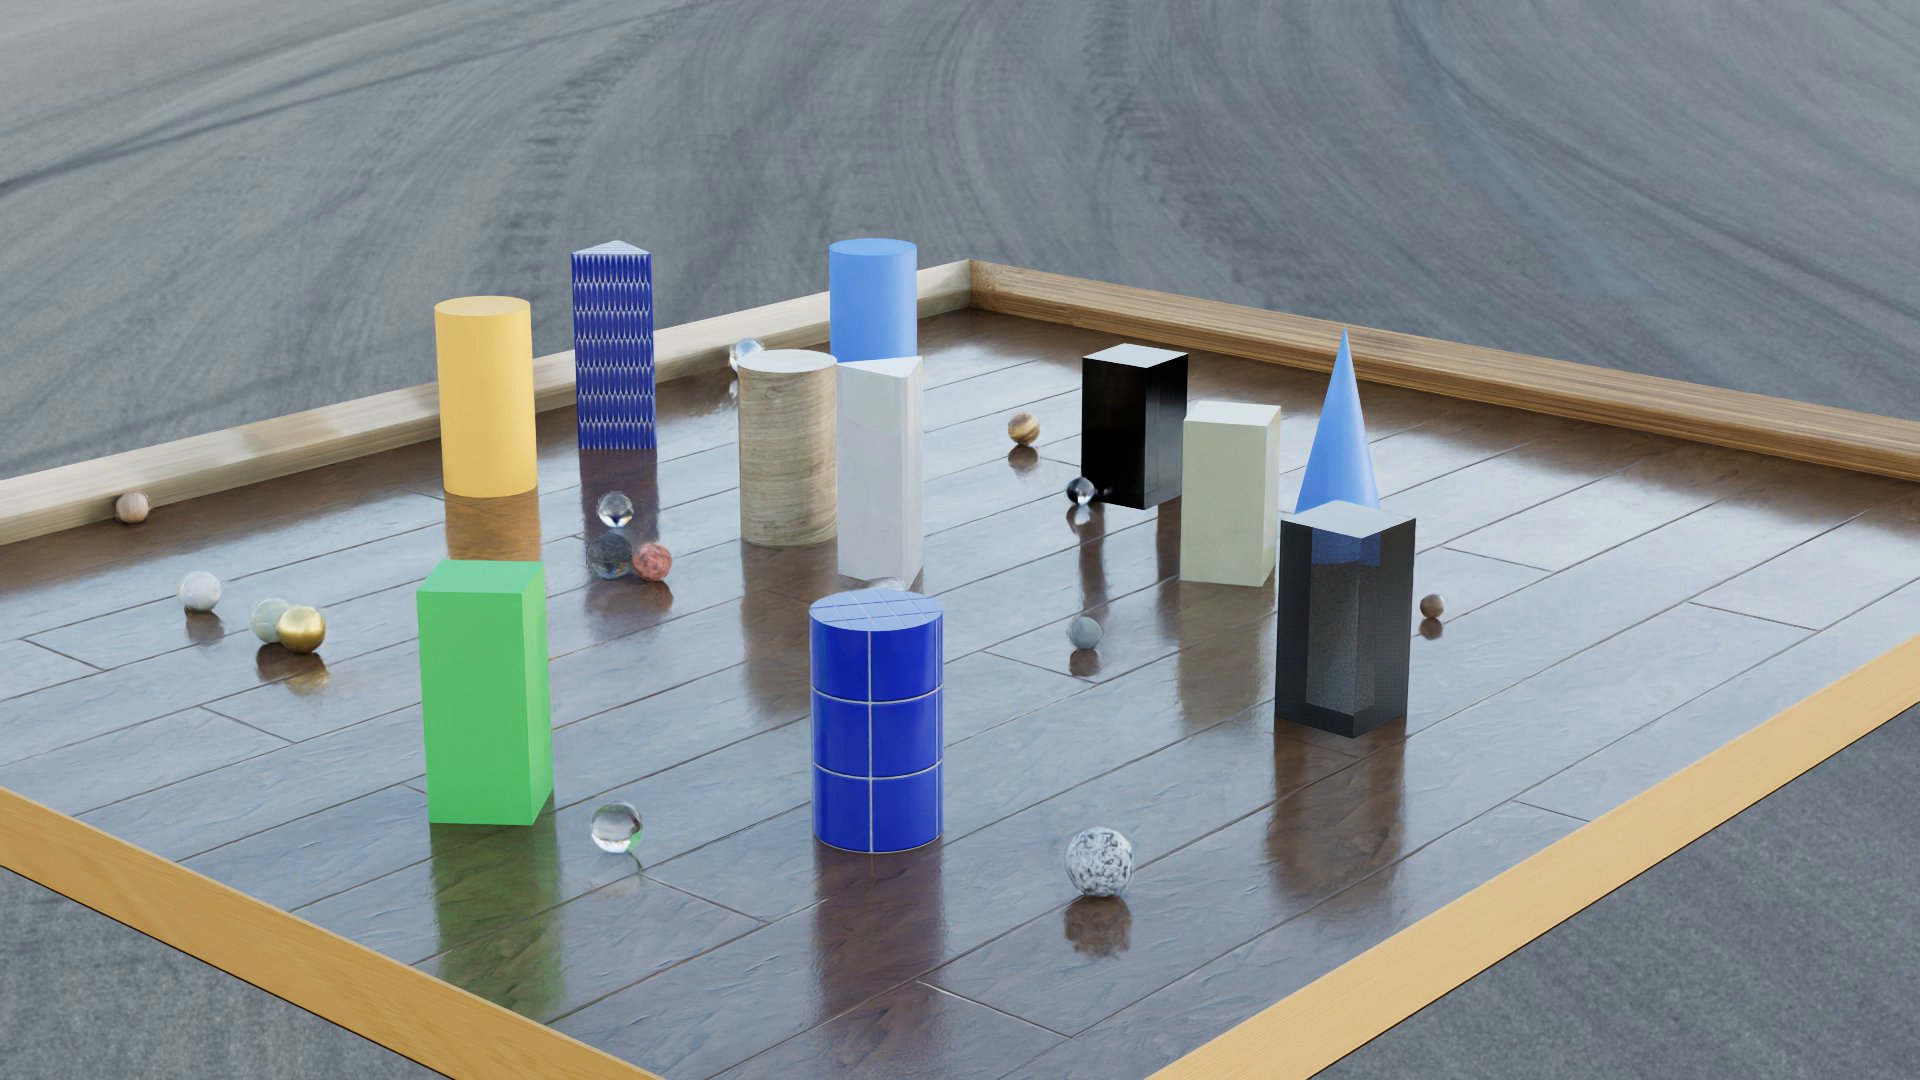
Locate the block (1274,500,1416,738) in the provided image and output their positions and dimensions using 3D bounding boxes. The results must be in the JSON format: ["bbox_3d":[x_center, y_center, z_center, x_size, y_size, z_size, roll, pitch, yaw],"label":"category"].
[{"bbox_3d":[0.589,0.119,4.488,0.147,0.317,0.147,15,22,40],"label":"block"}]

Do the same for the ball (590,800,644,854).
[{"bbox_3d":[-0.469,0.392,4.009,0.071,0.071,0.071,0,17,0],"label":"ball"}]

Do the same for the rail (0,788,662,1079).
[{"bbox_3d":[-1.148,0.413,3.856,3.022,0.119,0.045,14,22,39],"label":"rail"}]

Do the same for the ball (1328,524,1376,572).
[{"bbox_3d":[0.699,0.015,5.229,0.087,0.087,0.087,0,17,0],"label":"ball"}]

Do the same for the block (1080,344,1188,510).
[{"bbox_3d":[0.337,-0.221,5.673,0.147,0.281,0.147,12,21,35],"label":"block"}]

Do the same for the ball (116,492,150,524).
[{"bbox_3d":[-1.559,-0.060,5.522,0.062,0.062,0.062,0,17,0],"label":"ball"}]

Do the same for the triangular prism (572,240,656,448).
[{"bbox_3d":[-0.707,-0.404,6.057,0.159,0.409,0.137,0,17,0],"label":"triangular prism"}]

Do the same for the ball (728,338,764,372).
[{"bbox_3d":[-0.483,-0.415,6.655,0.083,0.083,0.083,0,17,0],"label":"ball"}]

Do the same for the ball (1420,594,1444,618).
[{"bbox_3d":[0.803,0.112,4.986,0.042,0.042,0.042,0,17,0],"label":"ball"}]

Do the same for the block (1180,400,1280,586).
[{"bbox_3d":[0.480,-0.084,5.201,0.147,0.292,0.147,5,17,15],"label":"block"}]

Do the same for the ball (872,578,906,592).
[{"bbox_3d":[-0.122,0.098,4.992,0.065,0.065,0.065,0,17,0],"label":"ball"}]

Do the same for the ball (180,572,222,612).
[{"bbox_3d":[-1.298,0.089,5.015,0.070,0.070,0.070,0,17,0],"label":"ball"}]

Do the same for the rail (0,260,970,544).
[{"bbox_3d":[-1.123,-0.253,6.055,0.045,0.119,3.549,14,22,39],"label":"rail"}]

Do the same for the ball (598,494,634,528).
[{"bbox_3d":[-0.646,-0.056,5.501,0.065,0.065,0.065,0,17,0],"label":"ball"}]

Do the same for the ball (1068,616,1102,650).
[{"bbox_3d":[0.206,0.153,4.829,0.054,0.054,0.054,0,17,0],"label":"ball"}]

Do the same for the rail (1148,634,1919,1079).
[{"bbox_3d":[1.123,0.312,4.188,0.045,0.119,3.549,14,22,39],"label":"rail"}]

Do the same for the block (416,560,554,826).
[{"bbox_3d":[-0.667,0.214,4.133,0.147,0.341,0.147,1,17,4],"label":"block"}]

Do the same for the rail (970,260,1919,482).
[{"bbox_3d":[1.148,-0.353,6.387,3.022,0.119,0.045,14,22,39],"label":"rail"}]

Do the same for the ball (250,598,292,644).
[{"bbox_3d":[-1.137,0.134,4.856,0.075,0.075,0.075,0,17,0],"label":"ball"}]

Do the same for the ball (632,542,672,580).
[{"bbox_3d":[-0.545,0.038,5.185,0.069,0.069,0.069,0,17,0],"label":"ball"}]

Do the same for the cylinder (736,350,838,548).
[{"bbox_3d":[-0.317,-0.169,5.416,0.183,0.332,0.183,0,17,0],"label":"cylinder"}]

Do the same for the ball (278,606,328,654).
[{"bbox_3d":[-1.078,0.146,4.808,0.079,0.079,0.079,0,17,0],"label":"ball"}]

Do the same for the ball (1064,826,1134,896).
[{"bbox_3d":[0.184,0.424,3.869,0.092,0.092,0.092,0,17,0],"label":"ball"}]

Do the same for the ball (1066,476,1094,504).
[{"bbox_3d":[0.232,-0.095,5.650,0.054,0.054,0.054,0,17,0],"label":"ball"}]

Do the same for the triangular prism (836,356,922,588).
[{"bbox_3d":[-0.113,-0.125,5.182,0.159,0.383,0.137,13,21,37],"label":"triangular prism"}]

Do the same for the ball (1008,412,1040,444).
[{"bbox_3d":[0.132,-0.231,6.074,0.067,0.067,0.067,0,17,0],"label":"ball"}]

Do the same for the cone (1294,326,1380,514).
[{"bbox_3d":[0.696,-0.192,5.357,0.183,0.410,0.183,0,17,0],"label":"cone"}]

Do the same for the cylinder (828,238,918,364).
[{"bbox_3d":[-0.182,-0.428,6.179,0.183,0.384,0.183,0,17,0],"label":"cylinder"}]

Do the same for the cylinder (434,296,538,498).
[{"bbox_3d":[-0.926,-0.281,5.736,0.183,0.361,0.183,0,17,0],"label":"cylinder"}]

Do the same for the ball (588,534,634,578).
[{"bbox_3d":[-0.618,0.028,5.195,0.081,0.081,0.081,0,17,0],"label":"ball"}]

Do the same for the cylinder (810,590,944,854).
[{"bbox_3d":[-0.115,0.249,4.054,0.183,0.321,0.183,0,17,0],"label":"cylinder"}]
